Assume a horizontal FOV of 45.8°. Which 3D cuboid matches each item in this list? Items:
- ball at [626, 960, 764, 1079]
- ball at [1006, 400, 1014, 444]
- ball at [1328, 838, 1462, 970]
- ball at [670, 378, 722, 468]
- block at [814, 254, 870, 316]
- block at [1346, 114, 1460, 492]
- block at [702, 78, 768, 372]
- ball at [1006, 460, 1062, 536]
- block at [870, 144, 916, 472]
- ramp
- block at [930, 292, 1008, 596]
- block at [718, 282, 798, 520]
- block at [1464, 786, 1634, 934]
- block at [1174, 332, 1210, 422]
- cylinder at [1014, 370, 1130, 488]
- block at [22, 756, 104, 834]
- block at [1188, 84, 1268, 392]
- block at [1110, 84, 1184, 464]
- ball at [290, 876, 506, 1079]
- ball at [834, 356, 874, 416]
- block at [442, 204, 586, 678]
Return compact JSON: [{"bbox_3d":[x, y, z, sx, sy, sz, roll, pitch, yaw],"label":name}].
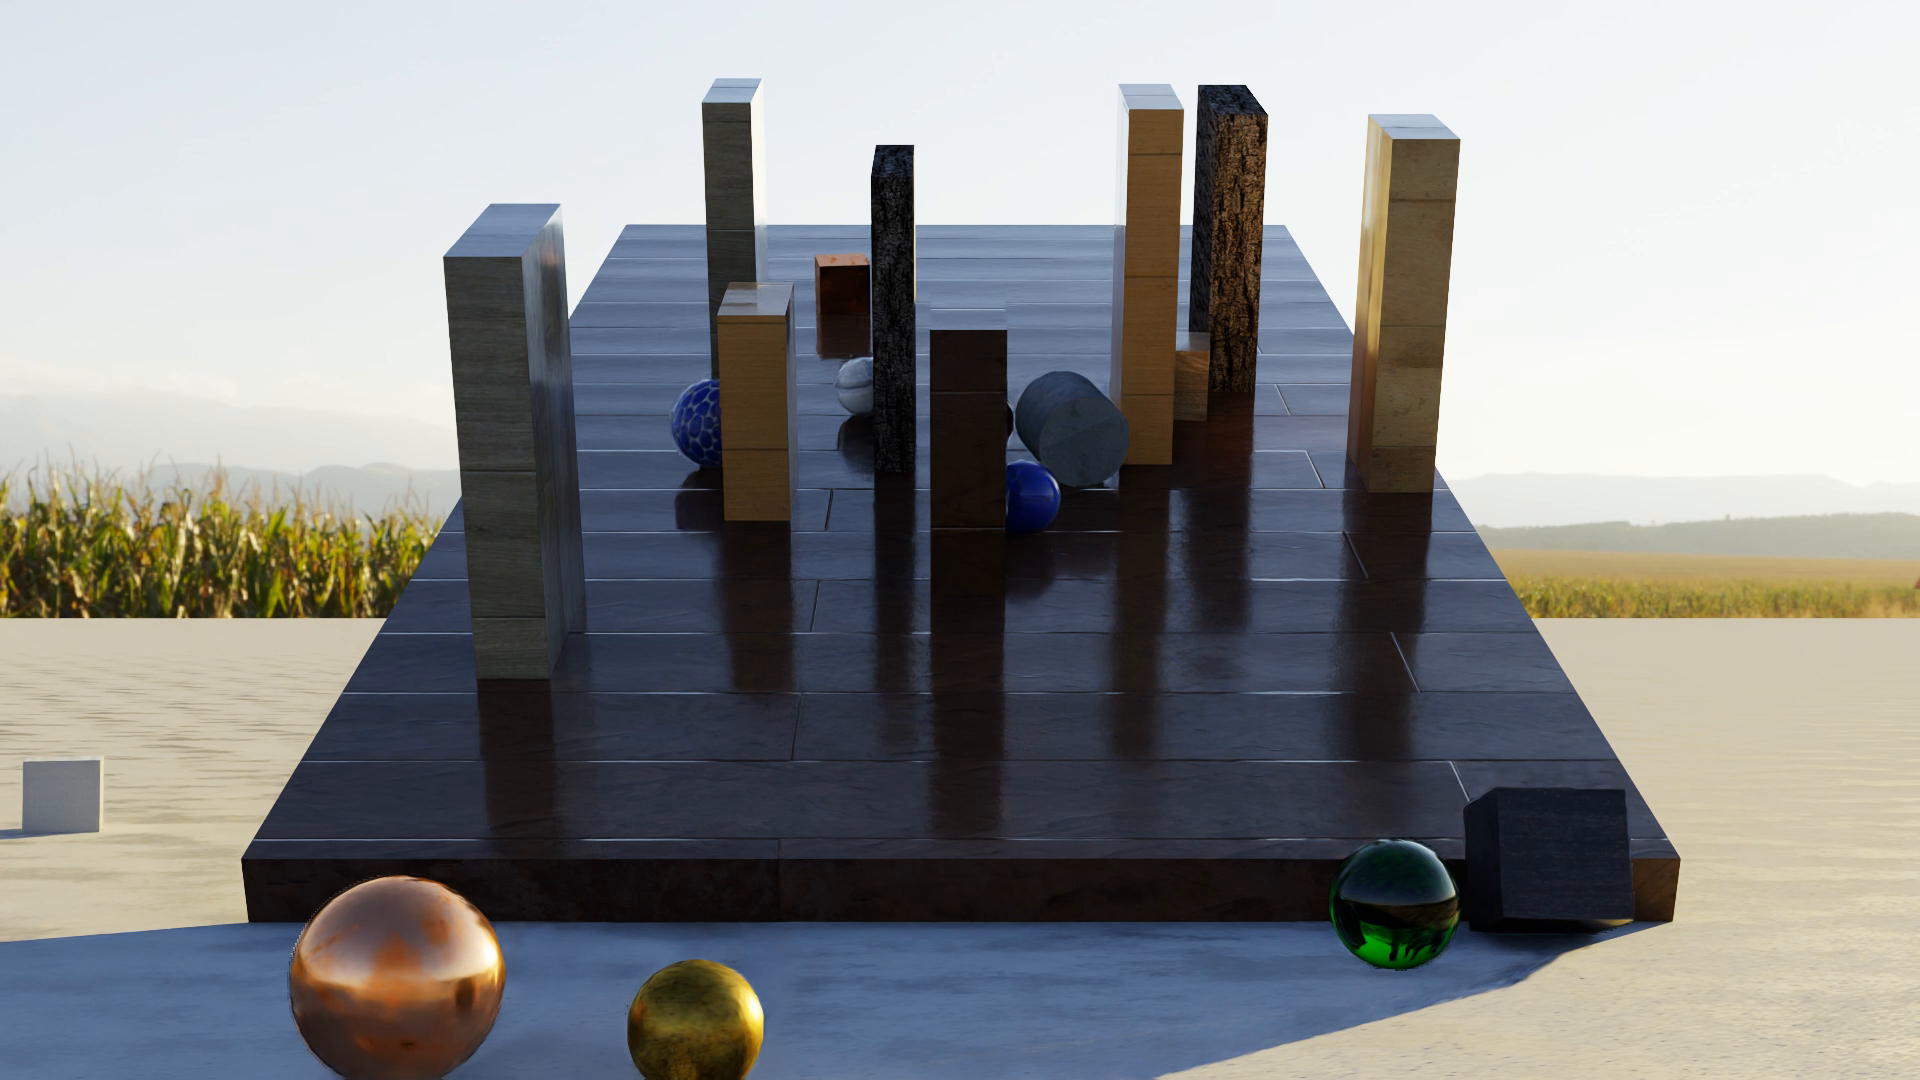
[{"bbox_3d":[-0.237,0.438,2.039,0.123,0.123,0.123,0,-2,0],"label":"ball"},{"bbox_3d":[0.039,-0.250,4.794,0.151,0.151,0.151,0,-2,0],"label":"ball"},{"bbox_3d":[0.531,0.444,2.774,0.159,0.159,0.159,0,-2,0],"label":"ball"},{"bbox_3d":[-0.509,-0.243,4.725,0.185,0.185,0.185,0,-2,0],"label":"ball"},{"bbox_3d":[-0.307,-0.669,5.944,0.130,0.130,0.130,-3,21,-9],"label":"block"},{"bbox_3d":[0.892,-0.480,4.606,0.131,0.717,0.274,0,21,0],"label":"block"},{"bbox_3d":[-0.535,-0.760,5.463,0.113,0.638,0.345,0,21,0],"label":"block"},{"bbox_3d":[0.121,-0.081,4.352,0.144,0.144,0.144,0,-2,0],"label":"ball"},{"bbox_3d":[-0.137,-0.490,4.771,0.083,0.617,0.340,0,21,0],"label":"block"},{"bbox_3d":[-0.005,-0.211,5.049,2.000,0.100,4.000,0,21,0],"label":"ramp"},{"bbox_3d":[0.014,-0.177,4.113,0.133,0.492,0.263,0,21,0],"label":"block"},{"bbox_3d":[-0.396,-0.277,4.491,0.129,0.413,0.257,0,21,0],"label":"block"},{"bbox_3d":[0.776,0.426,3.011,0.169,0.169,0.169,1,-16,-2],"label":"block"},{"bbox_3d":[0.477,-0.370,5.105,0.160,0.160,0.160,2,21,6],"label":"block"},{"bbox_3d":[0.230,-0.230,4.684,0.192,0.192,0.192,0,20,-14],"label":"cylinder"},{"bbox_3d":[-1.791,0.508,4.543,0.142,0.142,0.142,1,-2,-18],"label":"block"},{"bbox_3d":[0.625,-0.715,5.345,0.114,0.639,0.420,0,21,0],"label":"block"},{"bbox_3d":[0.389,-0.561,4.784,0.110,0.742,0.313,0,21,0],"label":"block"},{"bbox_3d":[-0.515,0.405,2.088,0.192,0.192,0.192,0,-2,0],"label":"ball"},{"bbox_3d":[-0.214,-0.342,5.068,0.132,0.132,0.132,0,-2,0],"label":"ball"},{"bbox_3d":[-0.733,-0.171,3.788,0.120,0.706,0.387,0,21,0],"label":"block"}]
